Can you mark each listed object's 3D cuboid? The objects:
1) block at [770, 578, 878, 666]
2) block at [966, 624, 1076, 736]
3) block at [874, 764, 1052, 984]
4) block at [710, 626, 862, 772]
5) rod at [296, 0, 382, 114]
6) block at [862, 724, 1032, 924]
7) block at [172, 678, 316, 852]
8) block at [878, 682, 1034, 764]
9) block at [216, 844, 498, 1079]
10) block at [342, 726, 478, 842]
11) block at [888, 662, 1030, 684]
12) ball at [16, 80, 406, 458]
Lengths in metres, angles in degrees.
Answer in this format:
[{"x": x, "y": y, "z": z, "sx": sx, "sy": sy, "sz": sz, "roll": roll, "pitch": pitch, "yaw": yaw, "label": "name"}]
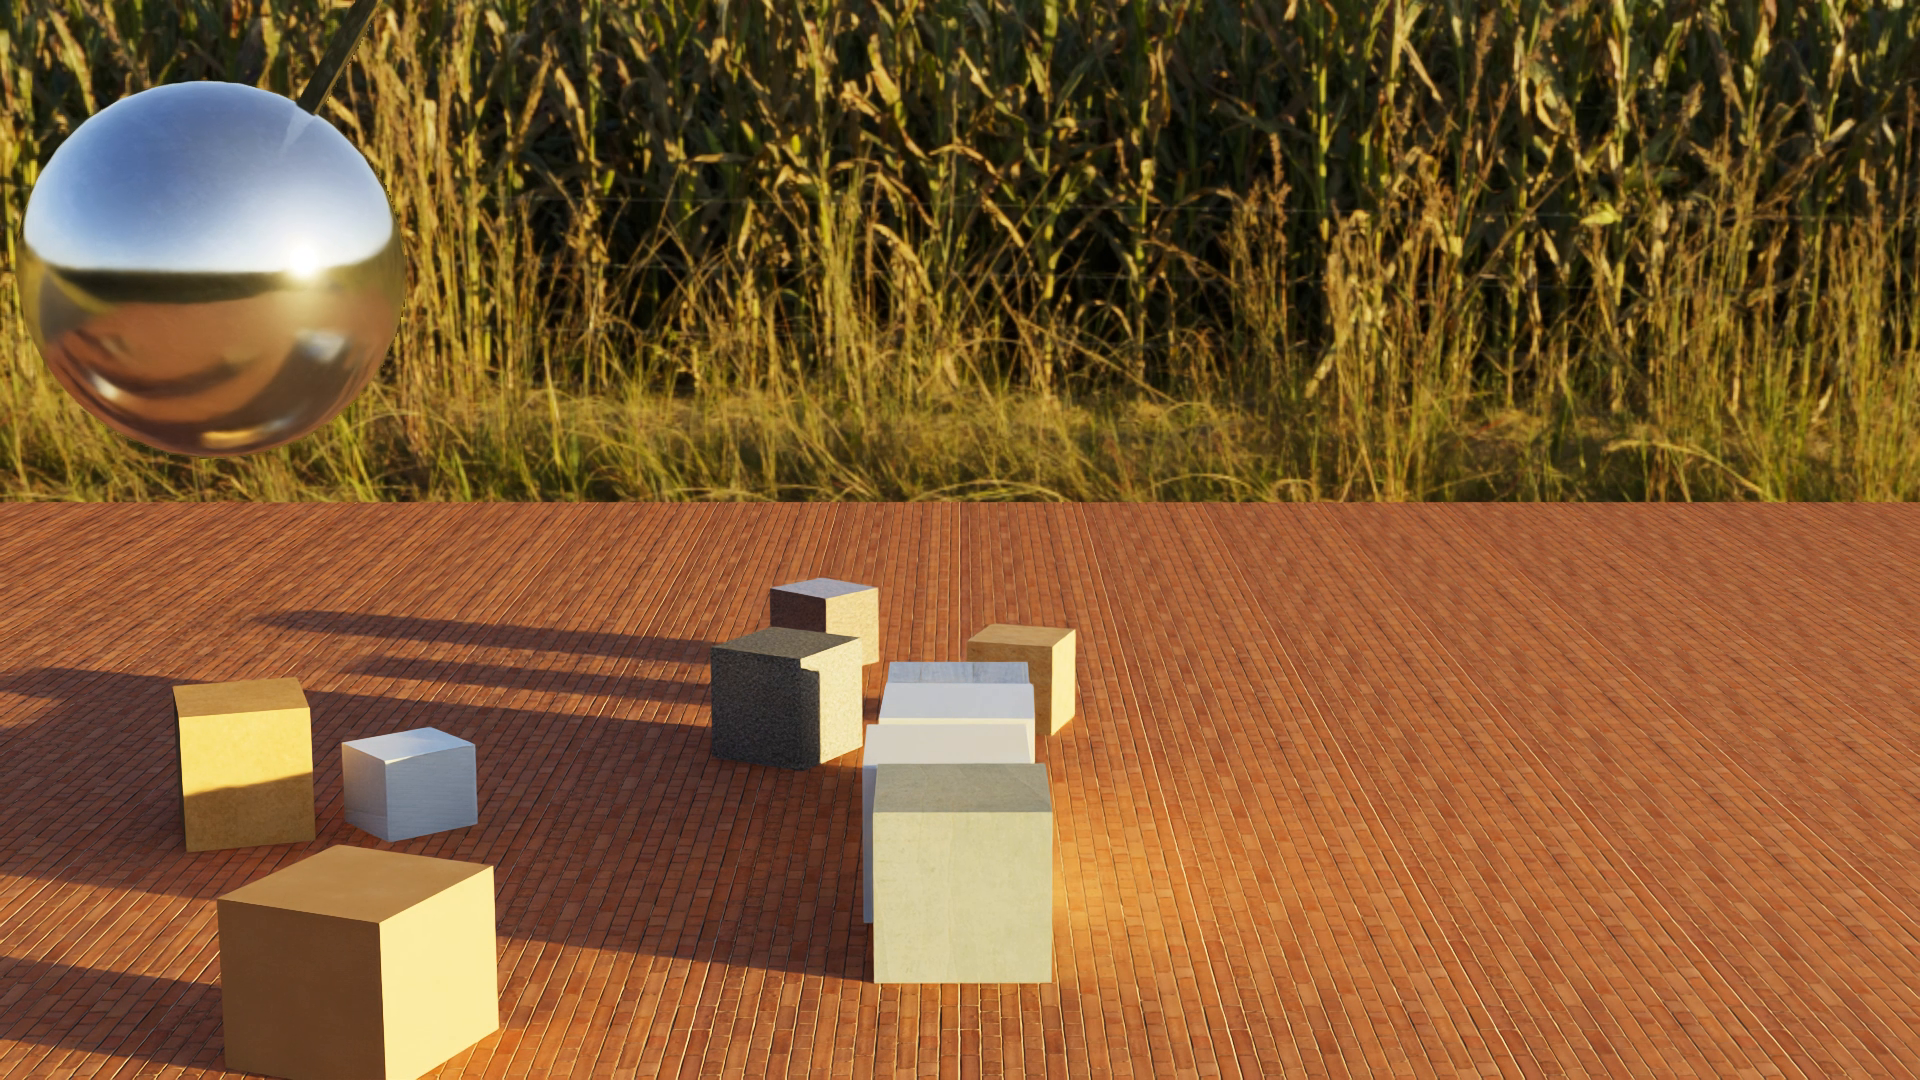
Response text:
[{"x": -0.817, "y": 0.513, "z": 15.467, "sx": 0.475, "sy": 0.457, "sz": 0.445, "roll": 9, "pitch": 14, "yaw": 41, "label": "block"}, {"x": 0.336, "y": 0.758, "z": 14.027, "sx": 0.478, "sy": 0.489, "sz": 0.467, "roll": 3, "pitch": 11, "yaw": 17, "label": "block"}, {"x": 0.009, "y": 1.329, "z": 10.325, "sx": 0.694, "sy": 0.692, "sz": 0.717, "roll": 0, "pitch": 10, "yaw": 0, "label": "block"}, {"x": -0.903, "y": 0.821, "z": 13.406, "sx": 0.558, "sy": 0.588, "sz": 0.581, "roll": 6, "pitch": 12, "yaw": 29, "label": "block"}, {"x": -1.382, "y": -3.987, "z": 10.455, "sx": 0.080, "sy": 5.200, "sz": 0.080, "roll": 32, "pitch": 9, "yaw": -5, "label": "rod"}, {"x": -0.057, "y": 1.209, "z": 11.045, "sx": 0.702, "sy": 0.669, "sz": 0.731, "roll": 0, "pitch": 10, "yaw": -1, "label": "block"}, {"x": -3.367, "y": 1.044, "z": 12.053, "sx": 0.576, "sy": 0.633, "sz": 0.646, "roll": -4, "pitch": 11, "yaw": -19, "label": "block"}, {"x": -0.008, "y": 1.070, "z": 11.751, "sx": 0.690, "sy": 0.690, "sz": 0.665, "roll": 0, "pitch": 10, "yaw": 1, "label": "block"}, {"x": -2.173, "y": 1.543, "z": 9.313, "sx": 0.690, "sy": 0.631, "sz": 0.704, "roll": 4, "pitch": 11, "yaw": 22, "label": "block"}, {"x": -2.603, "y": 1.152, "z": 12.140, "sx": 0.468, "sy": 0.390, "sz": 0.432, "roll": -9, "pitch": 13, "yaw": -39, "label": "block"}, {"x": -0.007, "y": 0.977, "z": 12.448, "sx": 0.683, "sy": 0.623, "sz": 0.726, "roll": 0, "pitch": 10, "yaw": 0, "label": "block"}, {"x": -3.188, "y": -1.153, "z": 10.971, "sx": 1.600, "sy": 1.600, "sz": 1.600, "roll": 0, "pitch": 10, "yaw": 0, "label": "ball"}]
